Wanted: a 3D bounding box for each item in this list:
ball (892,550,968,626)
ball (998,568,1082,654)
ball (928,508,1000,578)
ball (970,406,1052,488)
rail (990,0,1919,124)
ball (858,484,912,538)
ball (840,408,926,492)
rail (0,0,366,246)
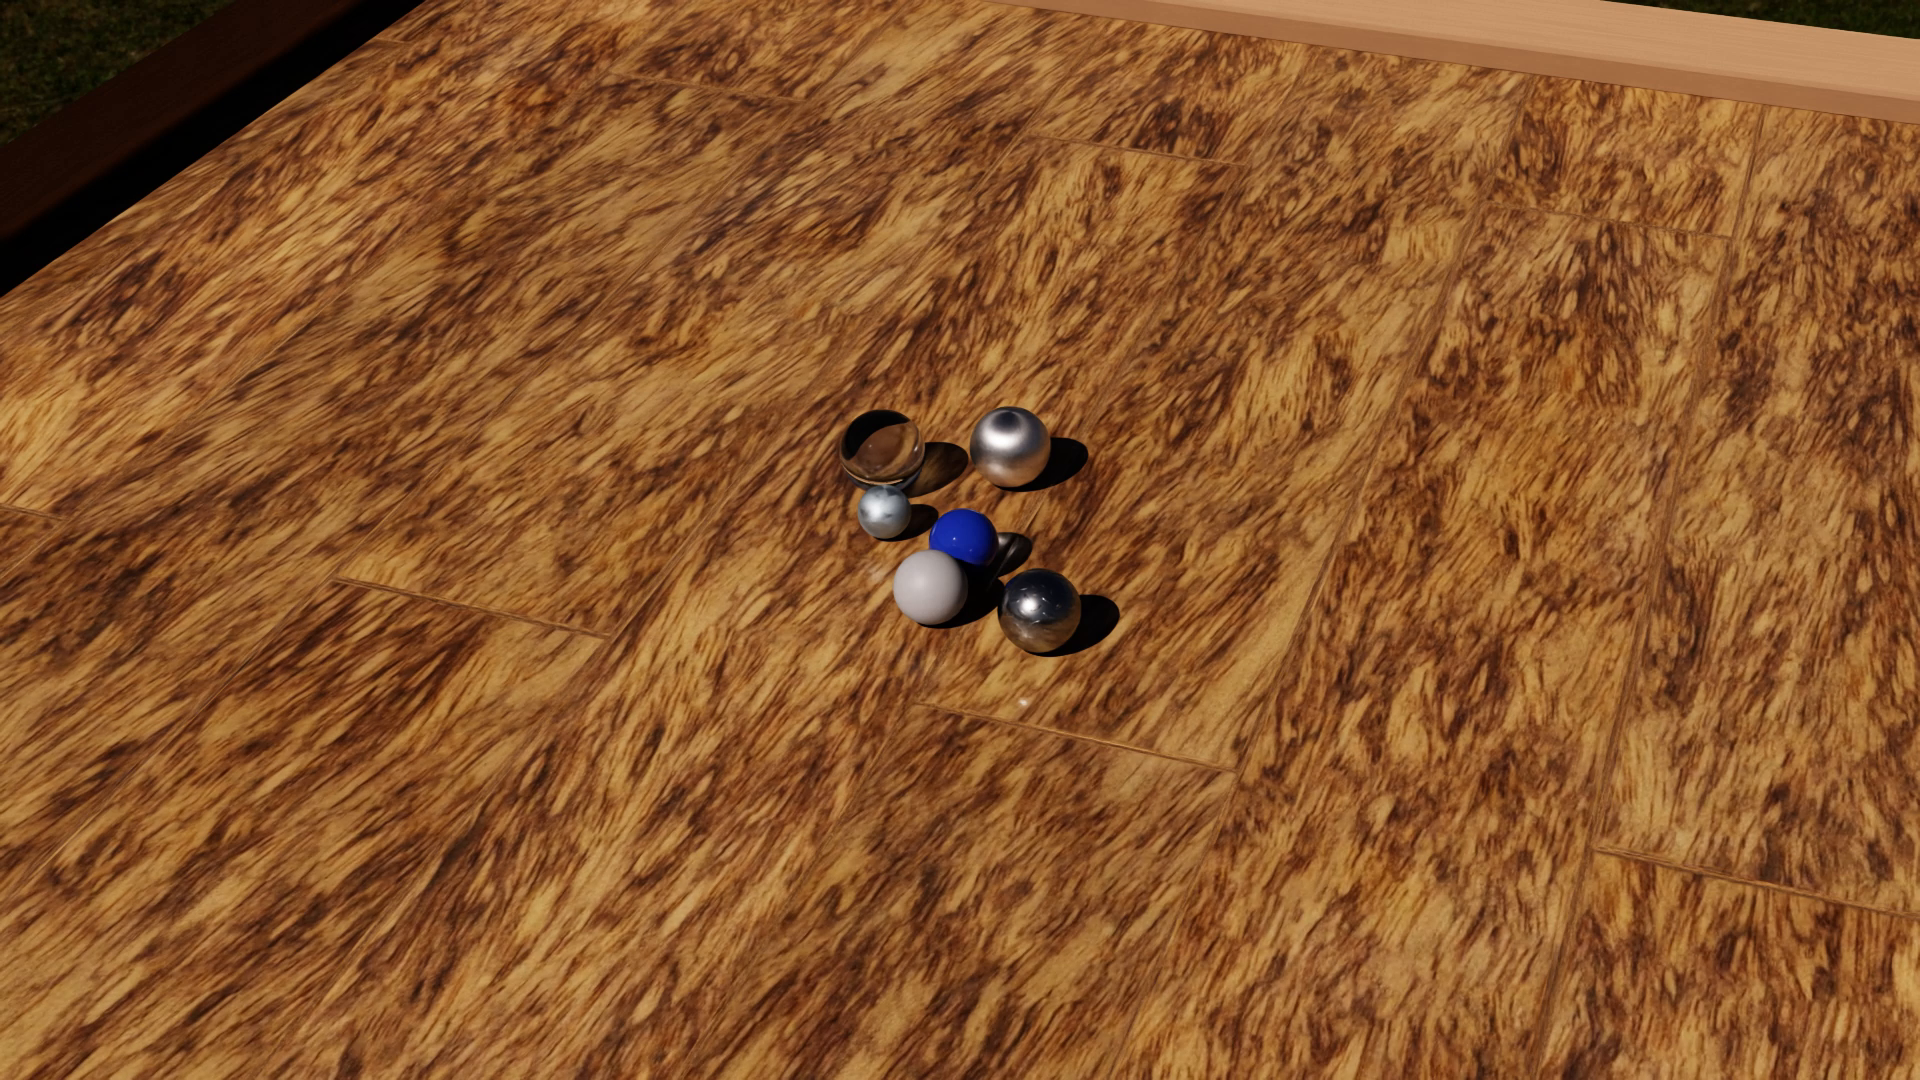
[{"bbox_3d":[-0.023,0.037,1.994,0.059,0.059,0.059,0,33,0],"label":"ball"},{"bbox_3d":[0.061,0.054,1.962,0.065,0.065,0.065,0,33,0],"label":"ball"},{"bbox_3d":[0.003,0.003,2.048,0.056,0.056,0.056,0,33,0],"label":"ball"},{"bbox_3d":[0.042,-0.078,2.161,0.069,0.069,0.069,0,33,0],"label":"ball"},{"bbox_3d":[1.416,-0.408,2.640,4.369,0.094,0.045,11,35,16],"label":"rail"},{"bbox_3d":[-0.062,-0.023,2.098,0.044,0.044,0.044,0,33,0],"label":"ball"},{"bbox_3d":[-0.065,-0.074,2.150,0.073,0.073,0.073,0,33,0],"label":"ball"},{"bbox_3d":[-1.006,-0.211,2.339,0.045,0.094,2.354,11,35,16],"label":"rail"}]
